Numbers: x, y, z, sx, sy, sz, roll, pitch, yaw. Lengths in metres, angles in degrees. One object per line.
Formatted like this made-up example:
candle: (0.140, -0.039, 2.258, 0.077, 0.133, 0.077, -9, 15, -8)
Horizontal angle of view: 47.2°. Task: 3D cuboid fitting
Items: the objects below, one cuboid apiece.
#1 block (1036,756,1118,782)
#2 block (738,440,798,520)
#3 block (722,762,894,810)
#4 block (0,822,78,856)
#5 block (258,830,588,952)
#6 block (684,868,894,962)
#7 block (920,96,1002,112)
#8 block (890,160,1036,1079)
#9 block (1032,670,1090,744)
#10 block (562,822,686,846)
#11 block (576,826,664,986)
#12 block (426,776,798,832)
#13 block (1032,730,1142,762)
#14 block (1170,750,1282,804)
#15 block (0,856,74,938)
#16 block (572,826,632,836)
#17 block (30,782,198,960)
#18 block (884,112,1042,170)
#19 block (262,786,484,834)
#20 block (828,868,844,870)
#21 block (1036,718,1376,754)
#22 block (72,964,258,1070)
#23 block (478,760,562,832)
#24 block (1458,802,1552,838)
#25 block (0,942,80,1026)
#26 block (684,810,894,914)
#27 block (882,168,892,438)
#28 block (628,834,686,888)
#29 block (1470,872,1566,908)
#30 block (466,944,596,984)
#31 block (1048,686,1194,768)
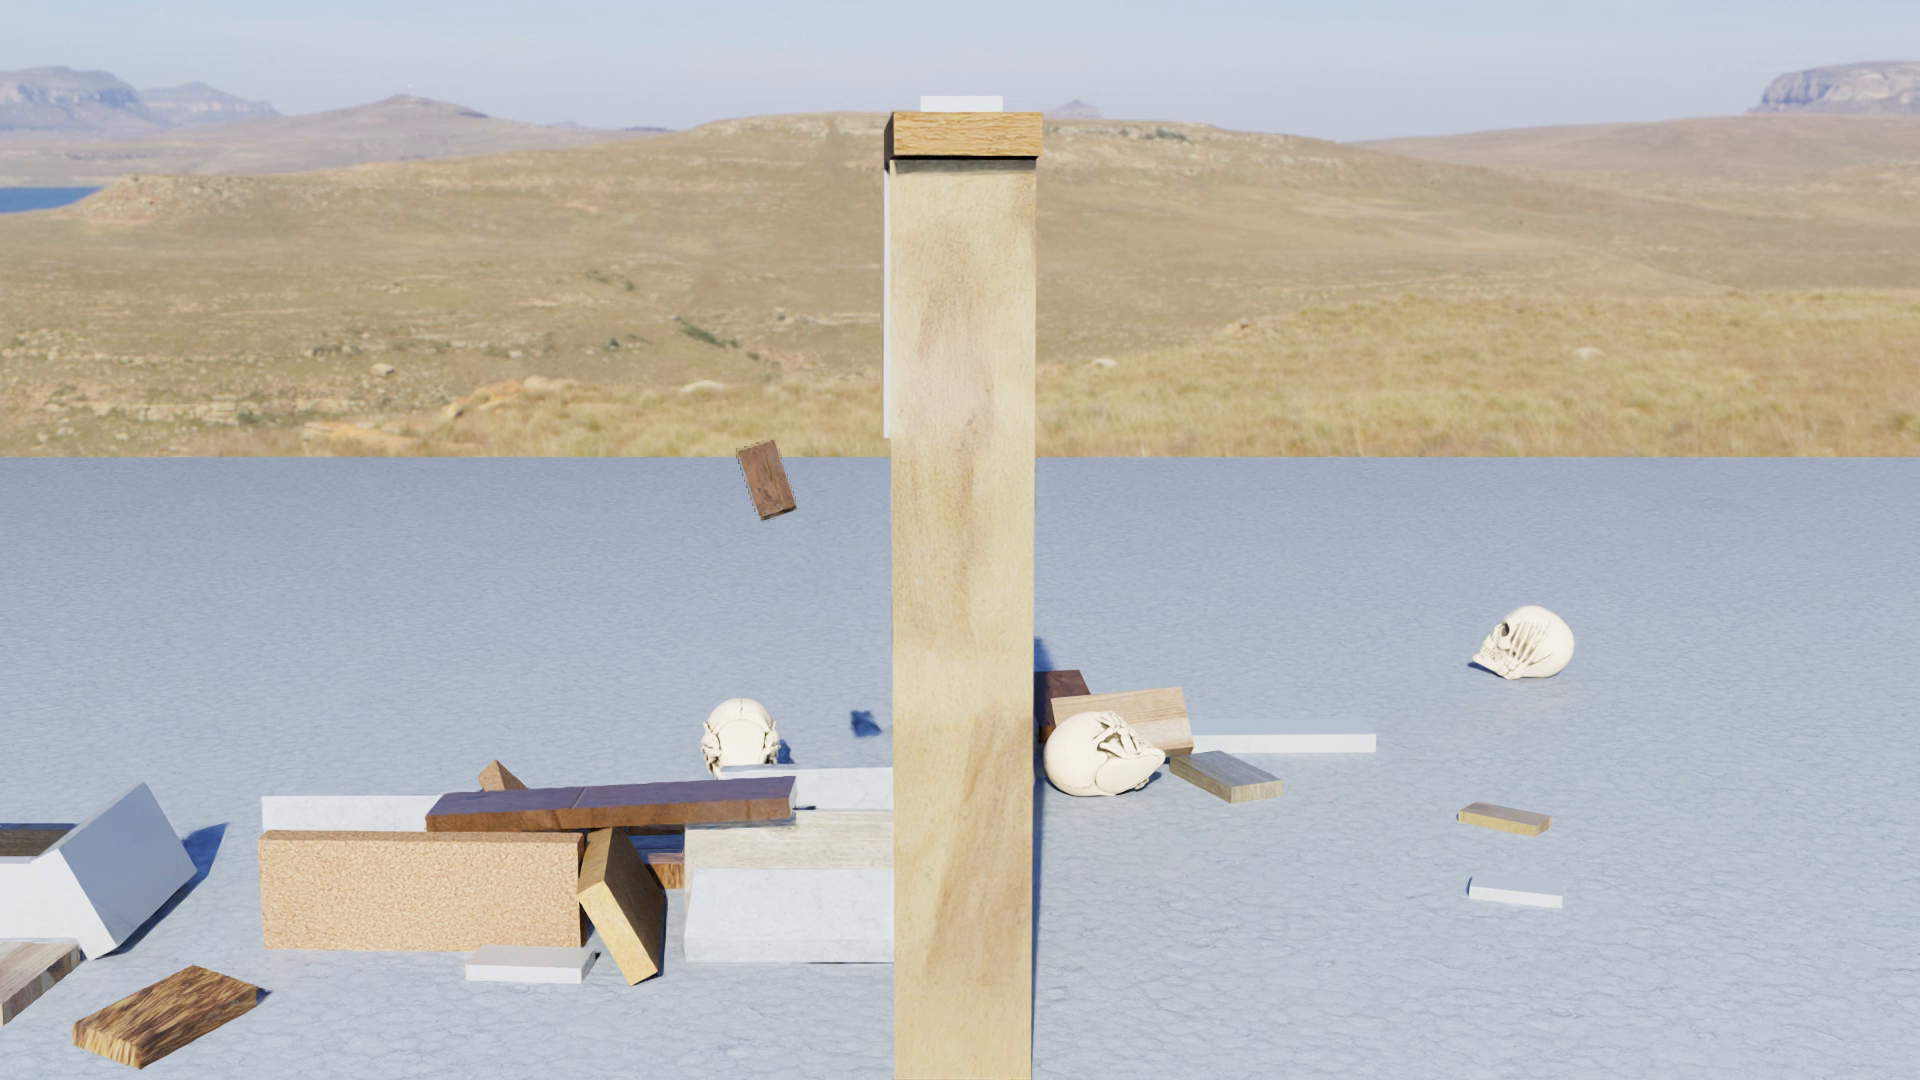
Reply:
block: (0.231, 0.453, 4.349, 0.149, 0.021, 0.074, 3, 11, 15)
block: (-0.281, -0.087, 3.207, 0.055, 0.110, 0.016, -18, -20, -5)
block: (-0.262, 0.473, 3.870, 0.310, 0.155, 0.044, -1, 9, -5)
block: (-1.515, 0.533, 3.644, 0.243, 0.122, 0.034, 0, 11, 1)
block: (-0.834, 0.546, 3.421, 0.495, 0.177, 0.050, 0, 11, 2)
block: (-0.255, 0.583, 3.419, 0.327, 0.046, 0.163, 1, 32, 0)
block: (0.003, -0.754, 3.842, 0.138, 0.039, 0.276, 0, 11, 0)
block: (0.004, 0.132, 2.804, 0.178, 1.216, 0.050, 0, 11, 0)
block: (0.203, 0.339, 4.503, 0.133, 0.038, 0.266, -3, 20, -8)
block: (-0.596, 0.517, 3.967, 0.249, 0.035, 0.125, 1, 11, 6)
block: (-0.525, 0.553, 3.415, 0.046, 0.163, 0.327, -28, 12, 0)
block: (-0.557, 0.427, 3.543, 0.581, 0.033, 0.117, -3, 11, 2)
block: (0.266, 0.397, 4.447, 0.229, 0.032, 0.114, 5, 21, 14)
block: (0.517, 0.460, 4.282, 0.114, 0.032, 0.229, -5, 12, -24)
block: (-1.516, 0.564, 3.475, 0.243, 0.121, 0.034, 0, 11, 0)
block: (-0.626, 0.491, 3.939, 0.091, 0.026, 0.182, 1, 11, 7)
block: (-1.350, 0.525, 3.527, 0.050, 0.177, 0.354, -26, 9, 5)
block: (-0.002, -0.506, 2.803, 0.178, 0.050, 0.356, 0, 7, -4)
block: (-0.970, 0.503, 3.653, 0.354, 0.177, 0.050, 0, 11, -1)
block: (-0.266, 0.574, 3.513, 0.169, 0.024, 0.085, -5, 55, -1)
block: (0.502, 0.405, 4.560, 0.697, 0.038, 0.133, 0, 11, -1)
block: (-1.118, 0.670, 3.103, 0.117, 0.033, 0.235, 12, 14, 20)
block: (-0.741, 0.490, 3.764, 0.044, 0.155, 0.310, -44, 22, -3)
block: (1.000, 0.512, 4.034, 0.148, 0.021, 0.074, 8, 13, 37)
block: (-1.410, 0.653, 3.241, 0.117, 0.033, 0.235, 1, 11, 4)
block: (-0.259, 0.522, 3.572, 0.370, 0.163, 0.046, 0, -2, 0)
block: (-0.015, -0.318, 2.966, 0.178, 0.356, 0.050, -1, 12, -5)
block: (-0.347, 0.549, 3.768, 0.514, 0.044, 0.155, 0, 11, -1)
block: (0.927, 0.582, 3.655, 0.149, 0.021, 0.074, 4, 11, 19)
block: (-0.649, 0.641, 3.327, 0.175, 0.024, 0.085, 1, 11, 5)
block: (0.319, 0.370, 4.359, 0.266, 0.133, 0.038, -5, -30, -9)
